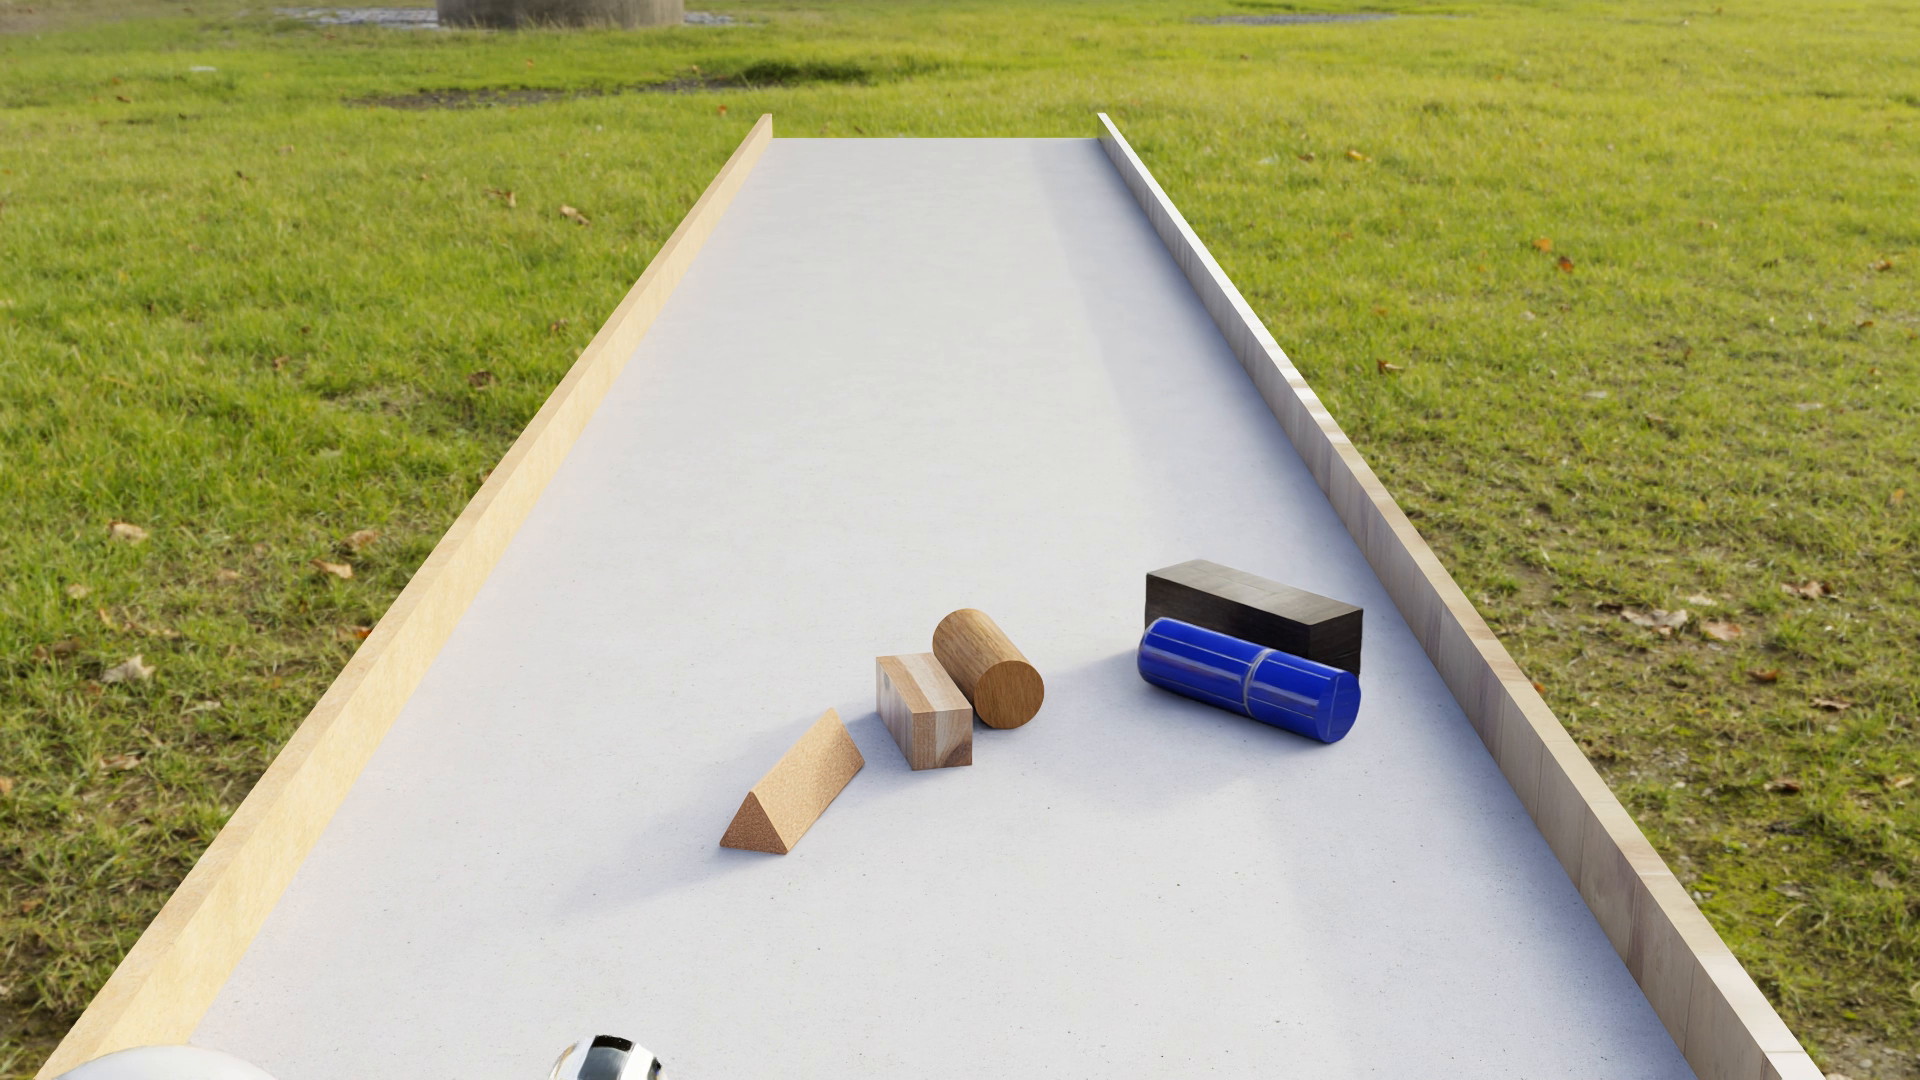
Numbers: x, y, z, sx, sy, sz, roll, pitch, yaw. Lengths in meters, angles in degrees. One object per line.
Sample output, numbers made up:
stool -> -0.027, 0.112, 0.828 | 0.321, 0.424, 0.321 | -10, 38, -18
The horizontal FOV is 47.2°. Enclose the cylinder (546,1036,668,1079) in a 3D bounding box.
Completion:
cylinder -> -0.439, 0.724, 2.522 | 0.153, 0.153, 0.348 | 1, 17, 3

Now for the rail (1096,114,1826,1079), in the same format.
rail -> 0.932, -0.844, 7.801 | 0.050, 0.150, 12.000 | 0, 17, -1

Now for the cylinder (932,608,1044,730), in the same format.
cylinder -> 0.051, 0.241, 4.178 | 0.135, 0.135, 0.311 | -4, 17, -14

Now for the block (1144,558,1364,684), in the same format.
block -> 0.577, 0.174, 4.369 | 0.156, 0.156, 0.435 | -14, 21, -38

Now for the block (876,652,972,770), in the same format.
block -> -0.068, 0.308, 4.001 | 0.108, 0.108, 0.303 | -4, 17, -14

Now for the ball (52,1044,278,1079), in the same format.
ball -> -0.815, 0.699, 2.225 | 0.370, 0.370, 0.370 | 0, 17, 0

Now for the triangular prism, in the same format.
triangular prism -> -0.279, 0.396, 3.707 | 0.117, 0.101, 0.390 | 4, 17, 15

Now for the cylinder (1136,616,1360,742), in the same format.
cylinder -> 0.536, 0.258, 4.124 | 0.134, 0.134, 0.429 | -15, 22, -42

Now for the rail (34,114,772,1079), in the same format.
rail -> -1.118, -0.838, 7.780 | 0.050, 0.150, 12.000 | 0, 17, -1
